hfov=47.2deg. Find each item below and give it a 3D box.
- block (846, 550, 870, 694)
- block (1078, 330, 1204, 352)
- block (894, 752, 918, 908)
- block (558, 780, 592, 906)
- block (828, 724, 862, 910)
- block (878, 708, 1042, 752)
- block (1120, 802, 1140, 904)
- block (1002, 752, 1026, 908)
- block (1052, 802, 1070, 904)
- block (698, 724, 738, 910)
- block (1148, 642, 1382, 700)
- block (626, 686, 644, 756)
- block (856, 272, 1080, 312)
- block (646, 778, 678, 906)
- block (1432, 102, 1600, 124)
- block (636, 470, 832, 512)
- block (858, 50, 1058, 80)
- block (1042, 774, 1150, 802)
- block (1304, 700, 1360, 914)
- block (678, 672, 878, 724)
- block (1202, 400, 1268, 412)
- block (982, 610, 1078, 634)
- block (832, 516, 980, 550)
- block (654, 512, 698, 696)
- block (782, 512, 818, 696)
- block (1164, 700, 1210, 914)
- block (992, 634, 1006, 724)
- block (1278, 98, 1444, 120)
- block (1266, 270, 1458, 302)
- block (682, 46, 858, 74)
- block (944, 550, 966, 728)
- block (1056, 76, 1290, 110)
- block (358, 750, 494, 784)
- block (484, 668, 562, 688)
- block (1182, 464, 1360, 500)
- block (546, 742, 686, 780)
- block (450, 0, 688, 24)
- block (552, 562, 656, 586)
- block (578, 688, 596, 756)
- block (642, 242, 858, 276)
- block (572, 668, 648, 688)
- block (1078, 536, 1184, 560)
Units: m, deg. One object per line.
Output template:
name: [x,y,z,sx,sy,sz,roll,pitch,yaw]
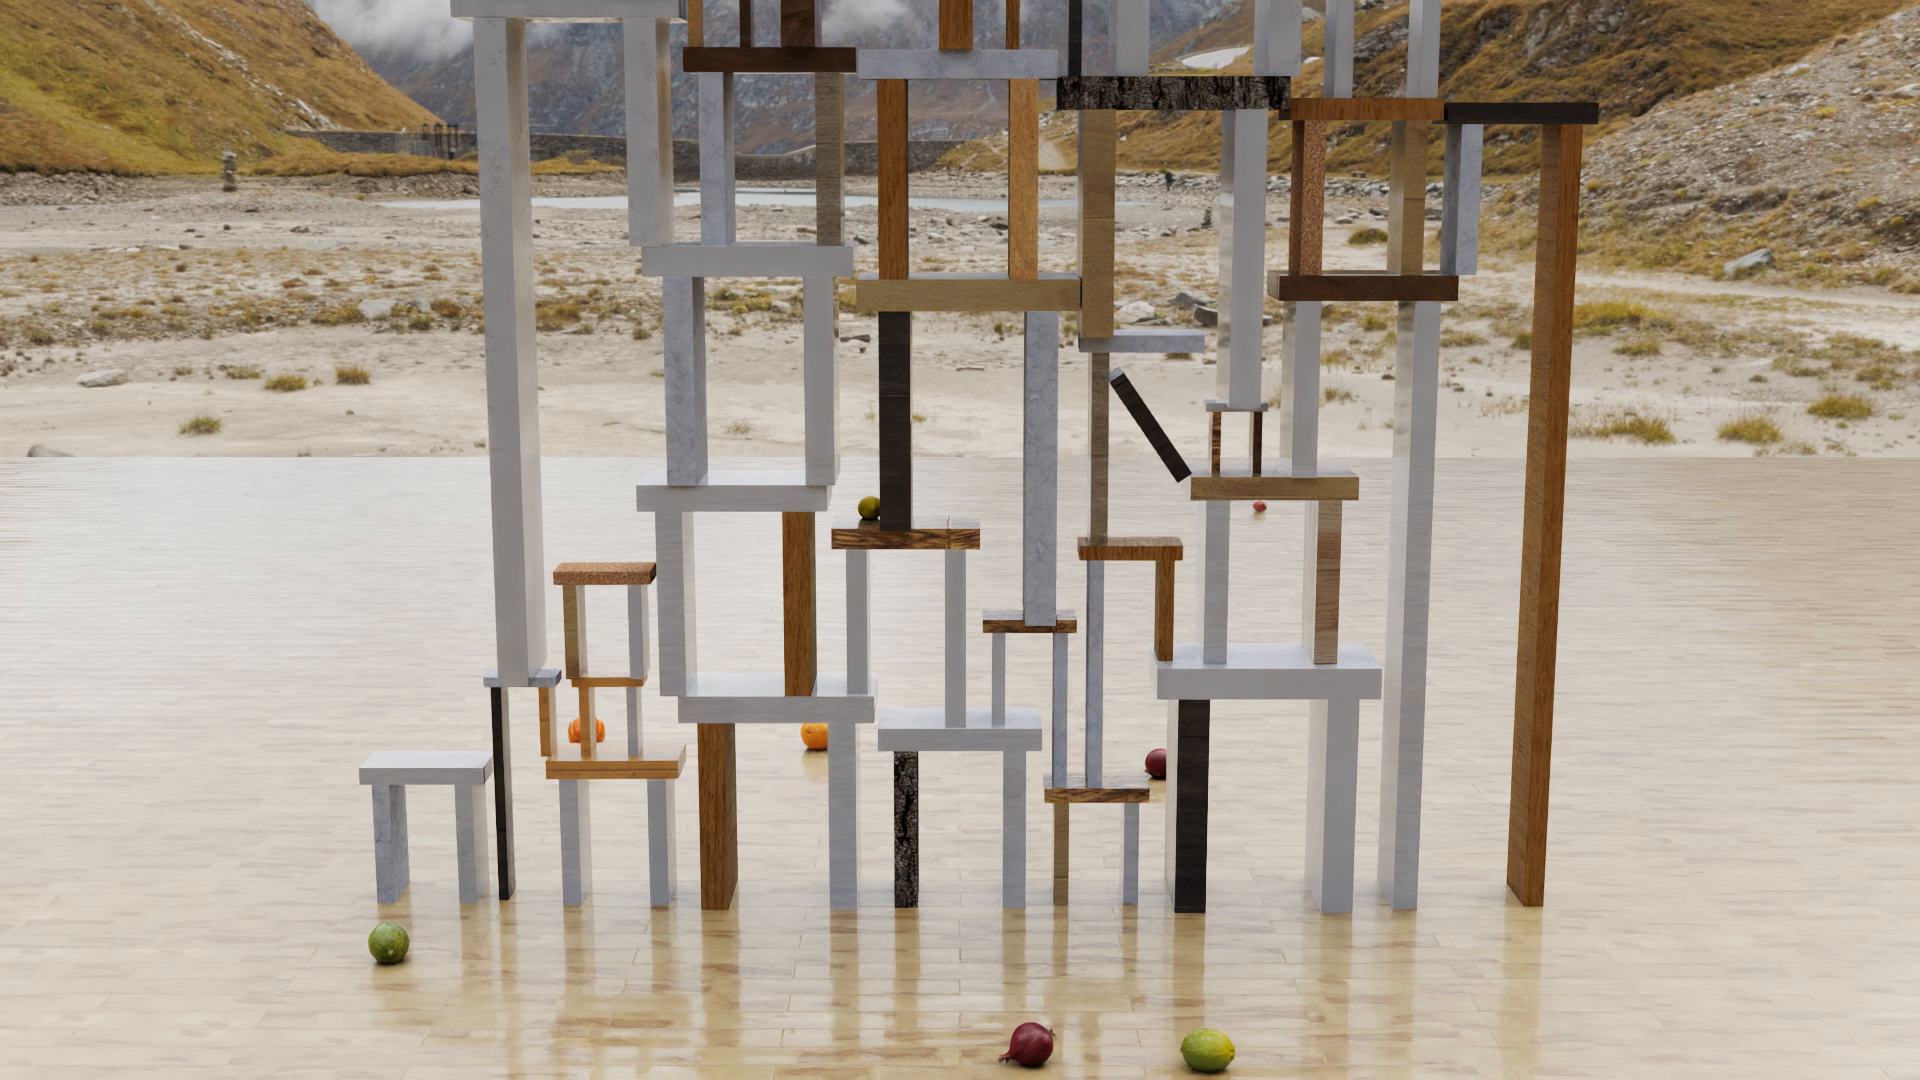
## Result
block: [-0.165,0.121,3.579,0.034,0.237,0.118,0,11,0]
block: [0.287,-0.317,3.500,0.195,0.028,0.098,0,11,2]
block: [-0.089,0.460,3.643,0.038,0.266,0.133,0,11,0]
block: [-0.637,0.485,3.646,0.030,0.215,0.108,0,11,0]
block: [-0.190,0.435,3.640,0.045,0.315,0.158,0,11,0]
block: [0.000,0.311,3.615,0.266,0.038,0.133,0,11,0]
block: [0.281,0.506,3.650,0.024,0.172,0.086,0,11,0]
block: [0.088,0.460,3.643,0.038,0.266,0.133,0,11,0]
block: [0.166,0.506,3.650,0.024,0.172,0.086,0,11,0]
block: [-0.400,0.435,3.640,0.045,0.315,0.158,0,11,0]
block: [0.494,0.213,3.596,0.358,0.051,0.179,0,11,0]
block: [-0.535,0.291,3.615,0.016,0.116,0.058,0,11,0]
block: [0.013,-0.394,3.488,0.347,0.049,0.173,0,11,0]
block: [-0.494,0.485,3.646,0.030,0.215,0.108,0,11,0]
block: [0.865,-0.665,3.432,0.230,0.033,0.115,0,11,0]
block: [-0.360,-0.079,3.541,0.301,0.043,0.150,0,11,0]
block: [-0.003,-0.738,3.418,0.304,0.043,0.152,0,11,0]
block: [0.224,0.410,3.632,0.172,0.024,0.086,0,11,0]
block: [0.613,0.414,3.633,0.051,0.358,0.179,0,11,0]
block: [-0.295,0.258,3.607,0.315,0.045,0.158,0,11,0]
block: [0.441,-0.215,3.519,0.099,0.014,0.049,0,11,0]
block: [0.113,0.132,3.581,0.152,0.022,0.076,0,11,0]
block: [-0.086,-0.012,3.554,0.237,0.034,0.118,0,11,0]
block: [-0.460,0.089,3.572,0.043,0.301,0.150,0,11,0]
block: [-0.260,0.089,3.573,0.043,0.301,0.150,0,10,0]
block: [0.374,0.414,3.633,0.051,0.358,0.179,0,11,0]
block: [0.063,0.218,3.596,0.022,0.152,0.076,0,11,0]
block: [0.626,-0.673,3.438,0.237,0.034,0.118,0,11,0]
block: [0.635,-0.403,3.481,0.278,0.039,0.139,0,11,0]
block: [-0.291,-0.746,3.422,0.264,0.037,0.132,0,11,0]
block: [-0.007,0.148,3.584,0.034,0.293,0.118,0,11,0]
block: [0.328,-0.695,3.424,0.347,0.049,0.174,0,11,0]
block: [-0.878,0.376,3.634,0.203,0.029,0.101,0,11,0]
block: [-0.716,0.226,3.600,0.117,0.017,0.059,0,11,-1]
block: [0.498,-0.093,3.544,0.266,0.038,0.133,0,11,0]
block: [-0.565,0.364,3.624,0.215,0.030,0.108,0,11,0]
block: [-0.598,-0.829,3.402,0.344,0.049,0.172,0,11,-1]
block: [-0.575,0.054,3.567,0.156,0.022,0.078,0,11,0]
block: [-0.612,0.291,3.615,0.016,0.116,0.058,0,11,0]
block: [-0.328,-0.444,3.474,0.327,0.046,0.163,0,11,0]
block: [-0.574,0.226,3.603,0.116,0.016,0.058,0,11,0]
block: [0.275,0.014,3.560,0.166,0.023,0.083,0,11,0]
